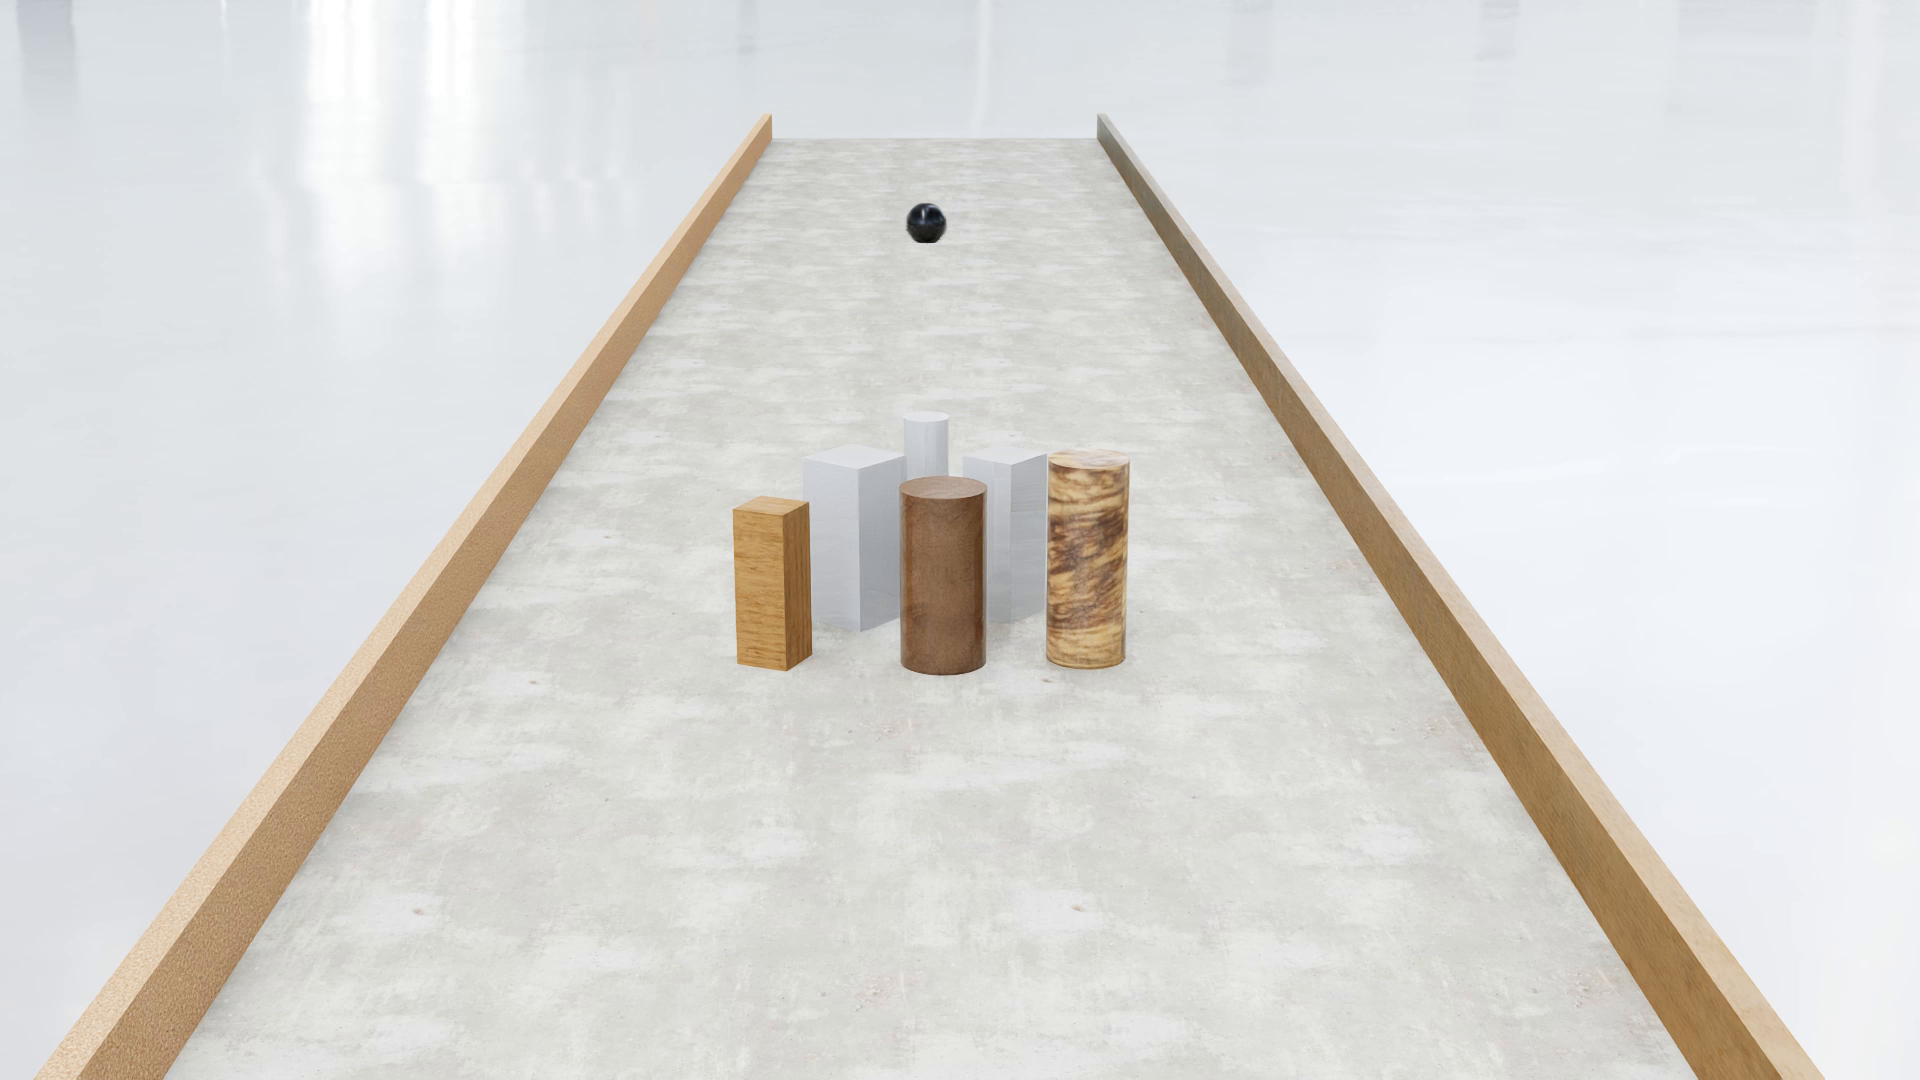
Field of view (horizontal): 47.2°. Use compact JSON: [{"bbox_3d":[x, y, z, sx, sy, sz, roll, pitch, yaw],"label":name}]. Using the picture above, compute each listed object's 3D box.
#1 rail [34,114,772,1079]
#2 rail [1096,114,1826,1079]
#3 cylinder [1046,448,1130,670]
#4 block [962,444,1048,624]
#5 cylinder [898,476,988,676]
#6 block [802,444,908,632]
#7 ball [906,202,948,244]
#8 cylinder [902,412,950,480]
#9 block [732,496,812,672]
[{"bbox_3d":[-1.118,-0.838,7.780,0.050,0.150,12.000,0,17,-1],"label":"rail"},{"bbox_3d":[0.932,-0.844,7.801,0.050,0.150,12.000,0,17,-1],"label":"rail"},{"bbox_3d":[0.254,0.037,4.380,0.162,0.412,0.162,0,17,0],"label":"cylinder"},{"bbox_3d":[0.094,-0.013,4.663,0.127,0.347,0.127,12,21,36],"label":"block"},{"bbox_3d":[-0.033,0.070,4.361,0.174,0.360,0.174,0,17,0],"label":"cylinder"},{"bbox_3d":[-0.219,-0.007,4.633,0.155,0.351,0.155,13,21,37],"label":"block"},{"bbox_3d":[-0.145,-1.370,9.514,0.181,0.181,0.181,0,17,0],"label":"ball"},{"bbox_3d":[-0.075,-0.093,4.886,0.102,0.373,0.102,0,17,0],"label":"cylinder"},{"bbox_3d":[-0.372,0.086,4.375,0.111,0.321,0.111,7,18,23],"label":"block"}]
